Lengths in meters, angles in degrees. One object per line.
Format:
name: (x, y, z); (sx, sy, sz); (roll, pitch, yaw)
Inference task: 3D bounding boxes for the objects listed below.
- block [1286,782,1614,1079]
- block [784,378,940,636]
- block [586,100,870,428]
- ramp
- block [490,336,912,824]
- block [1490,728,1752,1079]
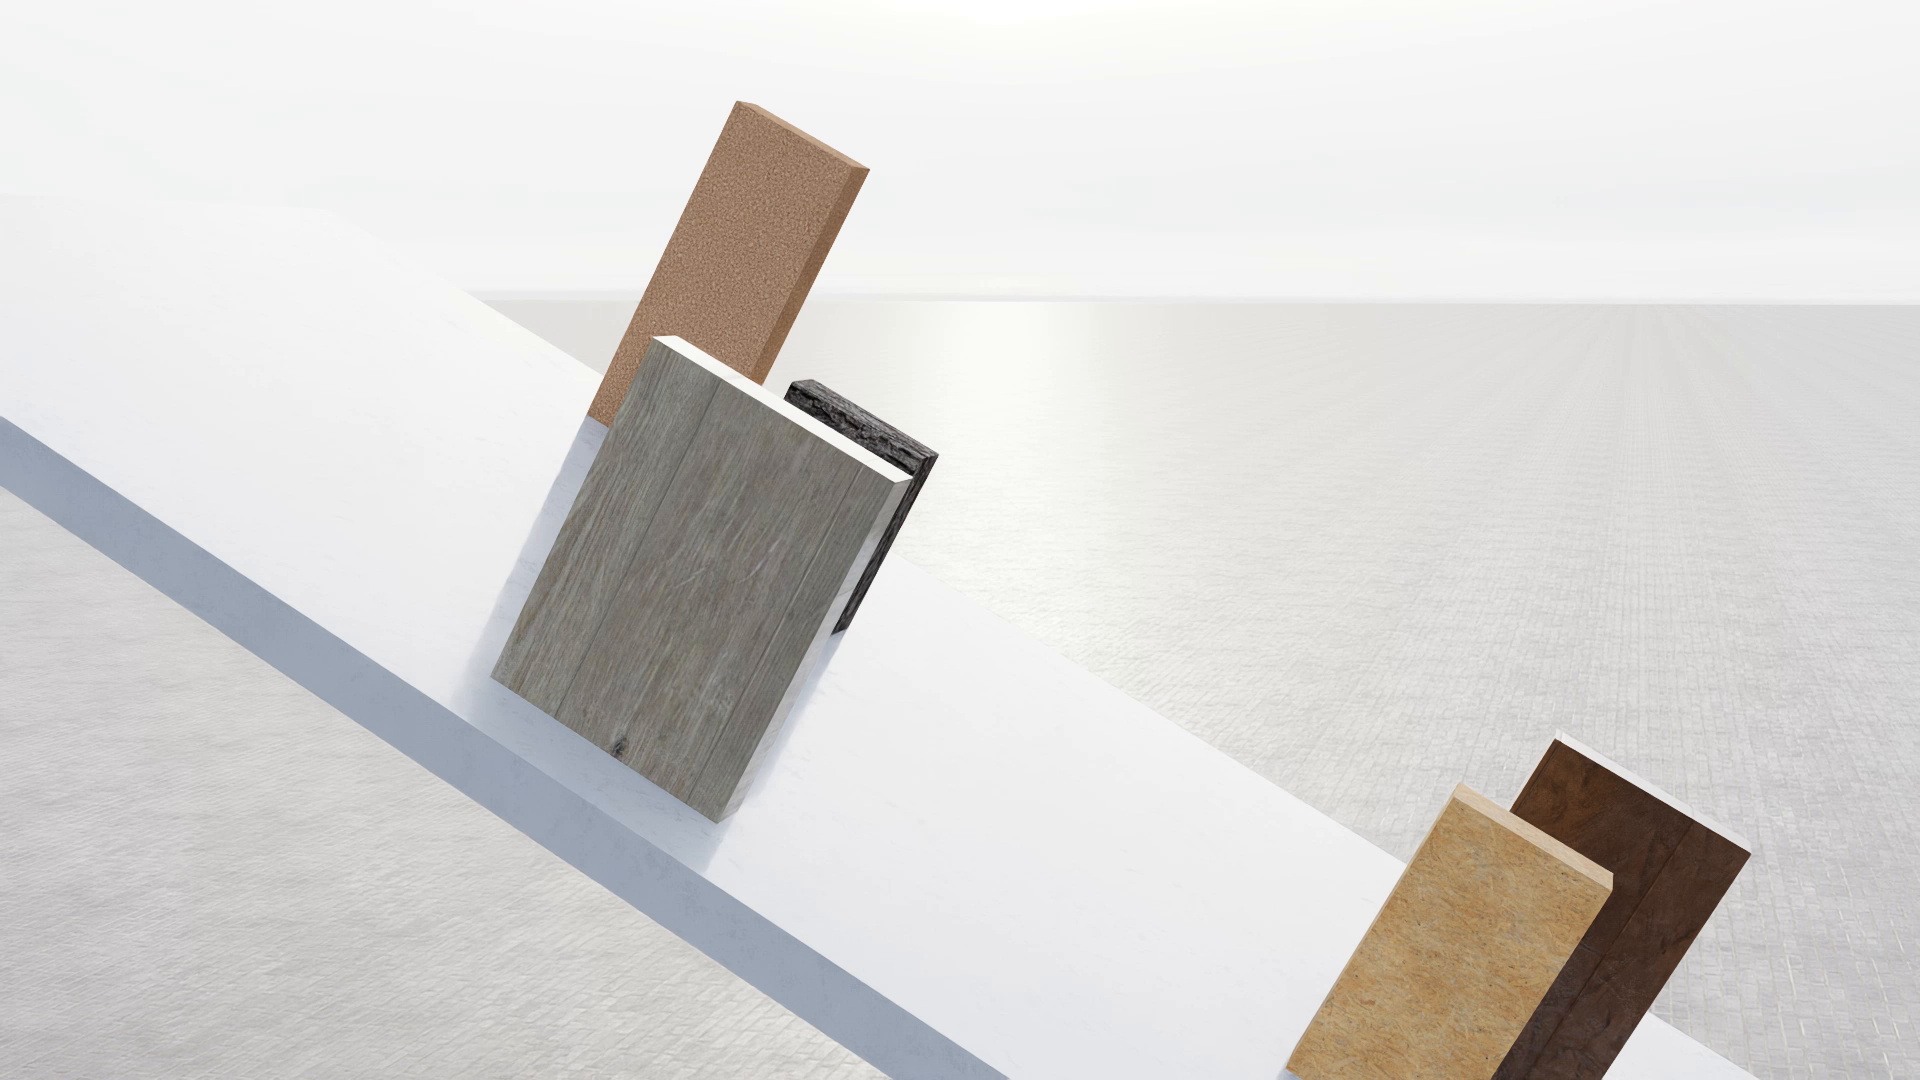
block: (0.774, 0.687, 3.495); (0.274, 0.529, 0.105); (31, 14, 11)
block: (-0.279, -0.067, 4.407); (0.306, 0.409, 0.115); (31, 14, 11)
block: (-0.518, -0.547, 4.876); (0.306, 0.782, 0.110); (31, 14, 11)
ramp: (-0.208, 0.345, 4.140); (4.000, 0.100, 2.000); (31, 14, 11)
block: (-0.401, 0.060, 3.342); (0.432, 0.602, 0.081); (31, 14, 11)
block: (1.039, 0.687, 3.821); (0.368, 0.612, 0.083); (31, 14, 11)
